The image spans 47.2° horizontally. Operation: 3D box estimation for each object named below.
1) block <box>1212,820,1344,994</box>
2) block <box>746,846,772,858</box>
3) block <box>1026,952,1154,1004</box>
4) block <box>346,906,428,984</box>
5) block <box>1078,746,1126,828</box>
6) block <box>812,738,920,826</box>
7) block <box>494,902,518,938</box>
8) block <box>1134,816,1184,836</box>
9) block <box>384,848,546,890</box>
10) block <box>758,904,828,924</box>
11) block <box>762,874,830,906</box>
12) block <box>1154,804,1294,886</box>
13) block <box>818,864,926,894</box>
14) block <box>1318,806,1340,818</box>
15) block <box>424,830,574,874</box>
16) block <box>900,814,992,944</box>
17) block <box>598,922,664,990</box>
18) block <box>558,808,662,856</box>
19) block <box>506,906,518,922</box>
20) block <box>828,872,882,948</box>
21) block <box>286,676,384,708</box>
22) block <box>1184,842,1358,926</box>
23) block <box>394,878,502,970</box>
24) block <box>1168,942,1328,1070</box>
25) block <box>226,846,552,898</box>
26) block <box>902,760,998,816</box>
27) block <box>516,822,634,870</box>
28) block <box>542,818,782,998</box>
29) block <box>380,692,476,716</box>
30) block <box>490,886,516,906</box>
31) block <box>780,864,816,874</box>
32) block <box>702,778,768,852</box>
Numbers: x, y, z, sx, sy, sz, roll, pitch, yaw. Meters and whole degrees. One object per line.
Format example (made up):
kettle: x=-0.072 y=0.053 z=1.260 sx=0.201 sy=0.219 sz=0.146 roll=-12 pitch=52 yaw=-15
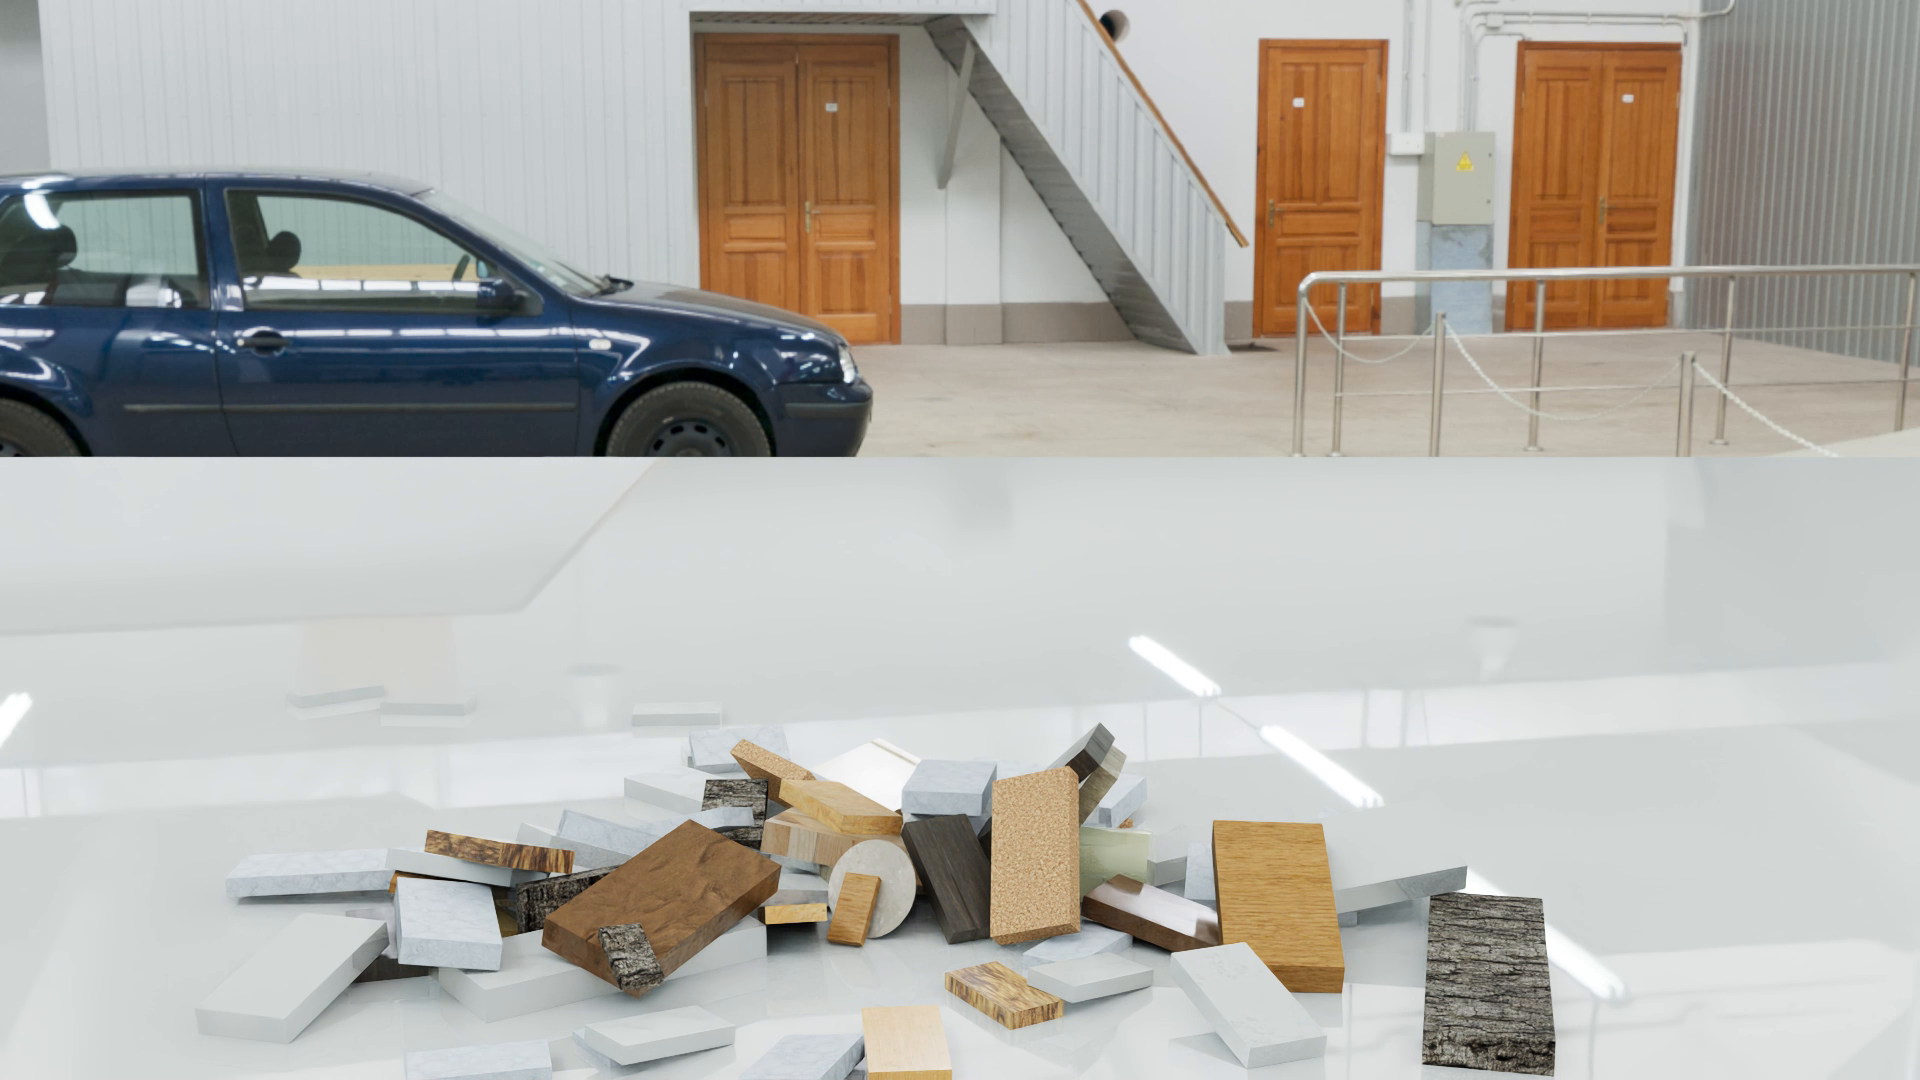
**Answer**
block: x=0.485 y=0.559 z=3.387 sx=0.175 sy=0.049 sz=0.349 roll=2 pitch=29 yaw=2
block: x=-0.390 y=0.526 z=3.731 sx=0.065 sy=0.018 sz=0.131 roll=10 pitch=-7 yaw=43
block: x=0.193 y=0.643 z=3.238 sx=0.090 sy=0.025 sz=0.179 roll=13 pitch=9 yaw=44
block: x=-0.888 y=0.623 z=3.403 sx=0.116 sy=0.033 sz=0.232 roll=-3 pitch=11 yaw=-16
block: x=0.173 y=0.469 z=3.649 sx=0.039 sy=0.275 sz=0.137 roll=37 pitch=15 yaw=2
block: x=-0.142 y=0.461 z=4.120 sx=0.161 sy=0.046 sz=0.322 roll=-23 pitch=20 yaw=-24
block: x=-0.784 y=0.591 z=3.472 sx=0.113 sy=0.032 sz=0.226 roll=8 pitch=8 yaw=-35
block: x=0.350 y=0.527 z=3.958 sx=0.063 sy=0.018 sz=0.125 roll=5 pitch=12 yaw=26
block: x=-0.789 y=0.528 z=3.512 sx=0.226 sy=0.032 sz=0.113 roll=5 pitch=-13 yaw=19
block: x=-0.264 y=0.586 z=3.448 sx=0.094 sy=0.027 sz=0.187 roll=-2 pitch=-9 yaw=-9
block: x=-0.266 y=0.572 z=3.598 sx=0.187 sy=0.027 sz=0.094 roll=6 pitch=6 yaw=-26
block: x=0.435 y=0.522 z=3.750 sx=0.275 sy=0.039 sz=0.137 roll=-14 pitch=10 yaw=2
block: x=-0.131 y=0.561 z=3.656 sx=0.187 sy=0.027 sz=0.094 roll=7 pitch=5 yaw=-23
block: x=0.688 y=0.514 z=3.684 sx=0.198 sy=0.028 sz=0.099 roll=25 pitch=18 yaw=12
block: x=-0.731 y=0.493 z=3.482 sx=0.128 sy=0.036 sz=0.257 roll=14 pitch=-10 yaw=-38
block: x=-0.004 y=0.540 z=3.518 sx=0.110 sy=0.031 sz=0.220 roll=-5 pitch=47 yaw=-25
block: x=-0.473 y=0.597 z=3.158 sx=0.062 sy=0.017 sz=0.123 roll=-2 pitch=29 yaw=-26
block: x=-0.539 y=0.505 z=3.668 sx=0.256 sy=0.036 sz=0.128 roll=18 pitch=-7 yaw=-11
block: x=-0.602 y=0.595 z=3.552 sx=0.116 sy=0.033 sz=0.232 roll=10 pitch=15 yaw=43
block: x=-0.166 y=0.581 z=3.459 sx=0.057 sy=0.113 sz=0.016 roll=4 pitch=-31 yaw=20
block: x=-1.403 y=0.342 z=4.933 sx=0.189 sy=0.027 sz=0.095 roll=-7 pitch=13 yaw=-34
block: x=0.507 y=0.560 z=3.589 sx=0.274 sy=0.039 sz=0.137 roll=2 pitch=33 yaw=8
block: x=-0.771 y=0.574 z=3.302 sx=0.142 sy=0.040 sz=0.284 roll=8 pitch=7 yaw=-17
block: x=0.403 y=0.653 z=3.099 sx=0.120 sy=0.034 sz=0.240 roll=-4 pitch=24 yaw=-21
block: x=-0.941 y=0.546 z=3.659 sx=0.525 sy=0.033 sz=0.116 roll=-3 pitch=11 yaw=0
block: x=-0.016 y=0.423 z=3.775 sx=0.135 sy=0.038 sz=0.269 roll=2 pitch=5 yaw=6
block: x=-0.590 y=0.523 z=3.627 sx=0.257 sy=0.036 sz=0.128 roll=21 pitch=-8 yaw=-33
block: x=-0.447 y=0.553 z=3.338 sx=0.179 sy=0.051 sz=0.358 roll=23 pitch=28 yaw=22
block: x=-1.168 y=0.360 z=4.835 sx=0.186 sy=0.026 sz=0.093 roll=1 pitch=11 yaw=4
block: x=-0.767 y=0.580 z=3.627 sx=0.112 sy=0.016 sz=0.056 roll=0 pitch=32 yaw=-2
block: x=-0.303 y=0.571 z=3.720 sx=0.131 sy=0.018 sz=0.065 roll=8 pitch=13 yaw=35
block: x=-0.408 y=0.498 z=3.957 sx=0.114 sy=0.032 sz=0.228 roll=0 pitch=22 yaw=-2
